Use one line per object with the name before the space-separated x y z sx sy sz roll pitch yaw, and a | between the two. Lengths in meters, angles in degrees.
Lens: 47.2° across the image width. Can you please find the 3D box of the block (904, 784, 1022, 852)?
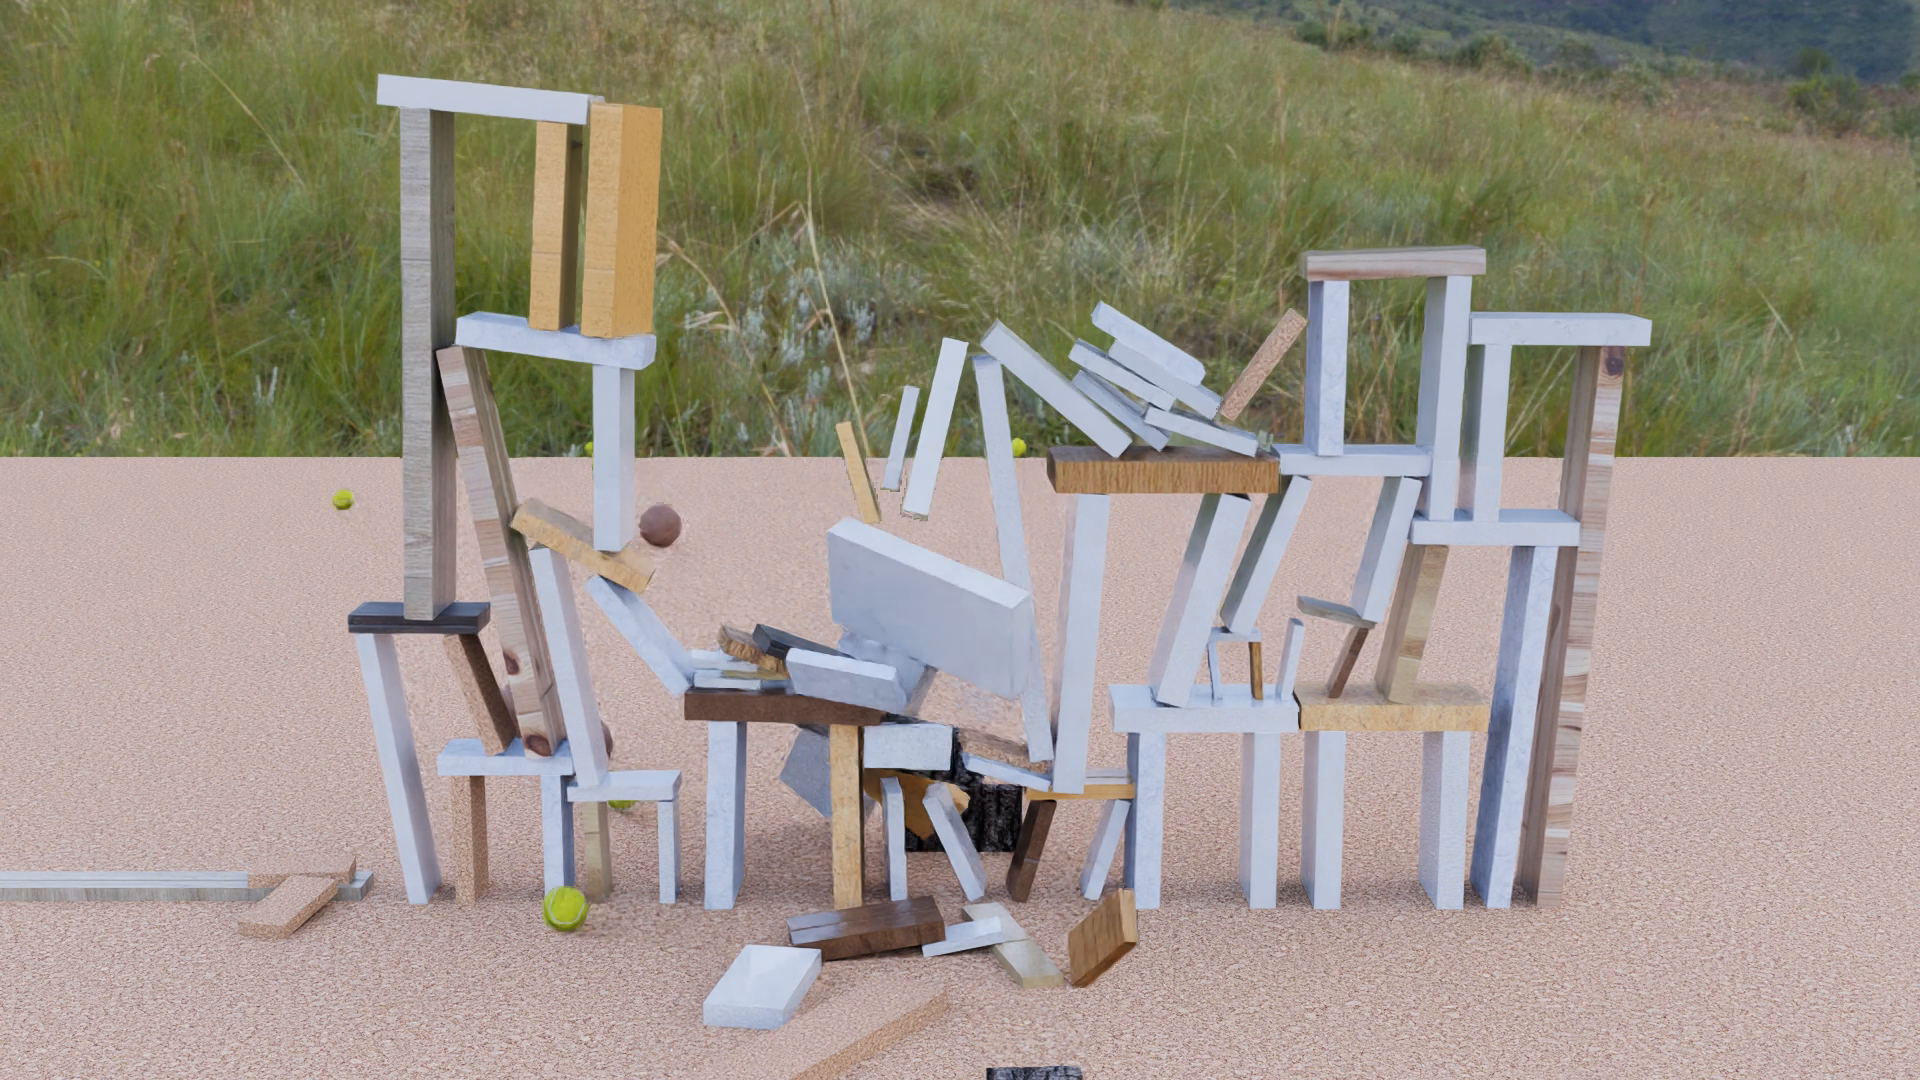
block | -0.006 0.491 3.887 0.229 0.114 0.032 0 10 3

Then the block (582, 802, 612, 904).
block | -0.601 0.505 3.647 0.025 0.174 0.087 -2 10 1

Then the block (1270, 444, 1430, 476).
block | 0.626 -0.129 3.545 0.238 0.034 0.119 1 11 -1

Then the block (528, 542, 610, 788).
block | -0.638 0.198 3.601 0.033 0.399 0.117 -10 10 1

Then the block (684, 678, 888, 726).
block | -0.277 0.257 3.595 0.318 0.045 0.159 1 11 6

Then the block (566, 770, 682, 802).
block | -0.552 0.406 3.630 0.174 0.025 0.087 -2 10 3

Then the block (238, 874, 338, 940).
block | -1.081 0.590 3.542 0.081 0.023 0.163 3 19 14

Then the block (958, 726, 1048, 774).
block | 0.070 0.344 3.589 0.140 0.020 0.070 17 12 -13

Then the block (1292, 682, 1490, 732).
block | 0.701 0.273 3.612 0.301 0.043 0.150 0 11 1

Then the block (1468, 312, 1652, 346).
block | 0.937 -0.337 3.499 0.280 0.040 0.140 0 11 -1

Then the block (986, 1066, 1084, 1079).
block | 0.100 0.720 2.918 0.126 0.018 0.063 -1 11 -3

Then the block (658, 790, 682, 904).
block | -0.482 0.505 3.650 0.025 0.174 0.087 0 11 0

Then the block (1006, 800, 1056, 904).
block | 0.118 0.504 3.651 0.025 0.176 0.088 15 9 -9

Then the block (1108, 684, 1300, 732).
block | 0.397 0.276 3.615 0.297 0.042 0.149 0 11 0

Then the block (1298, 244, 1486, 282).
block | 0.681 -0.439 3.481 0.274 0.039 0.137 -2 11 3

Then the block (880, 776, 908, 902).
block | -0.110 0.497 3.657 0.026 0.186 0.093 -3 11 -8

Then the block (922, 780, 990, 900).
block | -0.006 0.499 3.663 0.026 0.186 0.093 -24 7 10

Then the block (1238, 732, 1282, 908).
block | 0.496 0.443 3.644 0.042 0.297 0.148 0 11 0

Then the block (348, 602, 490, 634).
block | -0.880 0.126 3.584 0.207 0.029 0.104 0 10 0

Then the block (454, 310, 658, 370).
block | -0.641 -0.319 3.509 0.293 0.042 0.147 8 10 -1

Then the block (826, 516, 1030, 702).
block | -0.051 0.107 3.468 0.358 0.179 0.051 22 41 29

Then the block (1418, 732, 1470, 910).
block | 0.800 0.442 3.641 0.043 0.301 0.150 0 11 0

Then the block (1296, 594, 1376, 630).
block | 0.613 0.118 3.583 0.121 0.017 0.061 13 11 -4

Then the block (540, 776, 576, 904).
block | -0.667 0.481 3.654 0.031 0.220 0.110 0 10 0

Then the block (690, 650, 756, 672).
block | -0.381 0.196 3.553 0.106 0.015 0.053 5 11 -6

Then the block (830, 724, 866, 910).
block | -0.186 0.433 3.641 0.045 0.318 0.159 -1 11 0

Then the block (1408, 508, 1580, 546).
block | 0.851 -0.022 3.546 0.261 0.037 0.130 1 11 1

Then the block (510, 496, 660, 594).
block | -0.608 0.008 3.568 0.235 0.033 0.117 28 9 -5

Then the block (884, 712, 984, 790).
block | -0.051 0.344 3.609 0.186 0.026 0.093 13 49 -6

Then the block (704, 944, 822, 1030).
block | -0.288 0.655 3.229 0.117 0.033 0.233 2 11 10

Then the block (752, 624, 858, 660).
block | -0.241 0.187 3.566 0.181 0.026 0.090 21 7 -24

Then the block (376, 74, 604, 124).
block | -0.729 -0.687 3.432 0.319 0.045 0.160 5 10 -1

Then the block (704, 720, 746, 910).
block | -0.387 0.433 3.641 0.045 0.318 0.159 3 11 0

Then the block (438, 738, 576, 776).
block | -0.740 0.358 3.631 0.220 0.031 0.110 0 10 -1

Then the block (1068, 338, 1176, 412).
block | 0.263 -0.266 3.539 0.183 0.026 0.091 29 13 2

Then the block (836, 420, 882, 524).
block | -0.162 -0.109 3.538 0.023 0.165 0.082 -16 3 2

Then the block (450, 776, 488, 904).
block | -0.814 0.481 3.654 0.031 0.220 0.110 0 10 0

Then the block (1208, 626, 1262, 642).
block | 0.442 0.154 3.594 0.095 0.014 0.048 0 11 0

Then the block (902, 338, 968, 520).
block | -0.041 -0.176 3.521 0.040 0.279 0.140 13 -3 -1

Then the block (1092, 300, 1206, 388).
block | 0.302 -0.316 3.535 0.196 0.028 0.098 31 13 -5

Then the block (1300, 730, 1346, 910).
block | 0.600 0.442 3.641 0.043 0.301 0.150 0 11 0

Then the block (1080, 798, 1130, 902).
block | 0.241 0.502 3.658 0.025 0.176 0.088 17 10 -4

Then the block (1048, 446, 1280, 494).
block | 0.322 -0.113 3.535 0.351 0.050 0.176 0 11 -2

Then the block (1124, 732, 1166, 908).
block | 0.305 0.443 3.644 0.042 0.297 0.148 0 10 -3

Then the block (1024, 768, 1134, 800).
block | 0.195 0.404 3.638 0.176 0.025 0.088 0 11 -3
